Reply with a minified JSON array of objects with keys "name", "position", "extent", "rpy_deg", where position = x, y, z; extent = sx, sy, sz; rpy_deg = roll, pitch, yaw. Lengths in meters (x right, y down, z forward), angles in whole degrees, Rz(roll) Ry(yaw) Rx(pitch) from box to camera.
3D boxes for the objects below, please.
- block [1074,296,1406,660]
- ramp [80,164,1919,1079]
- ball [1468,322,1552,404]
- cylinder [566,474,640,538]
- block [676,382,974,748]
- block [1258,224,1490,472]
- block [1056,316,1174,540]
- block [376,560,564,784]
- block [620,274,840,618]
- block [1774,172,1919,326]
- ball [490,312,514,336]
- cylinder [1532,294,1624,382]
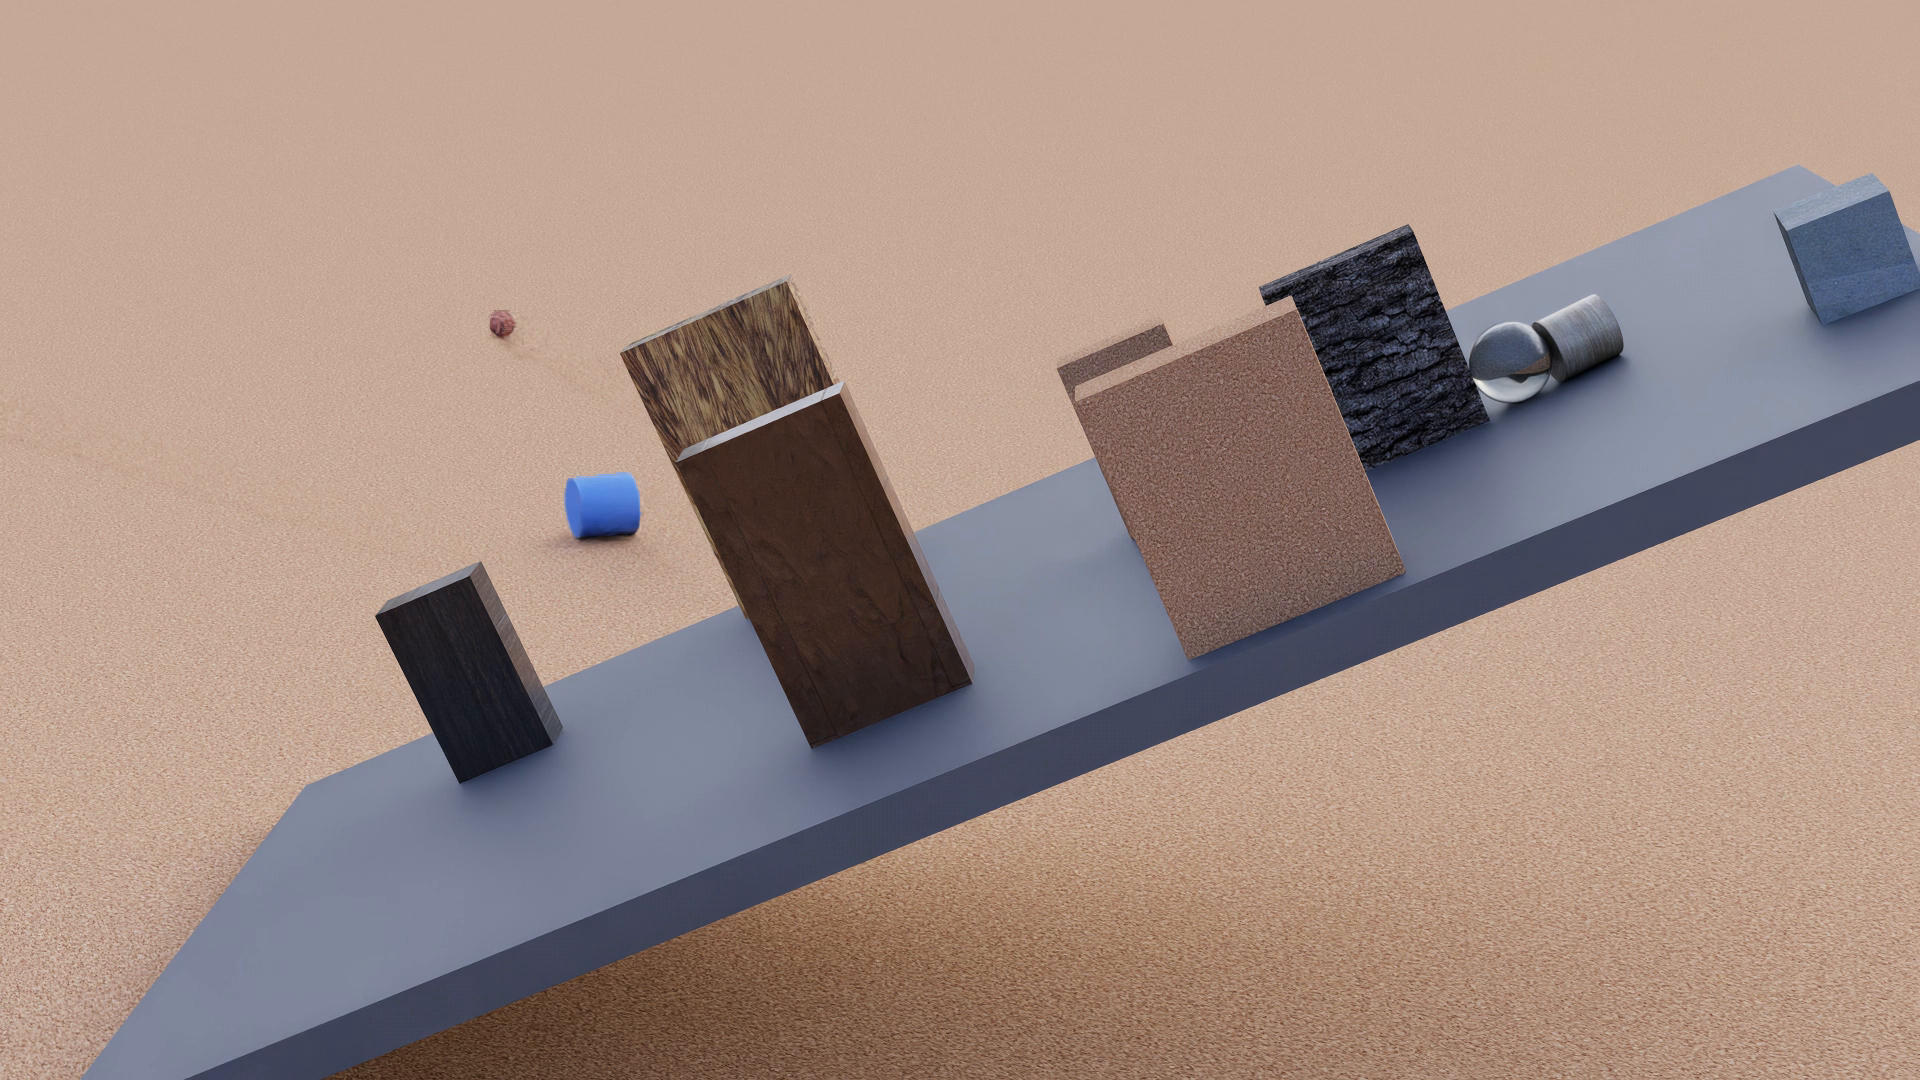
[{"name":"block","position":[0.505,-0.111,5.316],"extent":[0.423,0.521,0.138],"rpy_deg":[-23,13,8]},{"name":"ramp","position":[0.131,0.171,6.285],"extent":[4.000,0.100,2.000],"rpy_deg":[-23,13,8]},{"name":"ball","position":[1.125,-0.363,6.009],"extent":[0.168,0.168,0.168],"rpy_deg":[0,15,0]},{"name":"cylinder","position":[-1.248,-0.119,10.288],"extent":[0.208,0.208,0.208],"rpy_deg":[-6,16,-23]},{"name":"block","position":[-0.261,0.051,5.805],"extent":[0.350,0.636,0.116],"rpy_deg":[-23,13,8]},{"name":"block","position":[0.846,-0.381,6.014],"extent":[0.329,0.423,0.099],"rpy_deg":[-23,13,8]},{"name":"block","position":[0.401,-0.241,6.300],"extent":[0.245,0.408,0.099],"rpy_deg":[-23,13,8]},{"name":"block","position":[-1.138,0.307,6.831],"extent":[0.244,0.441,0.131],"rpy_deg":[-23,13,8]},{"name":"block","position":[-0.464,-0.223,7.114],"extent":[0.439,0.718,0.105],"rpy_deg":[-23,13,8]},{"name":"block","position":[1.711,-0.563,5.670],"extent":[0.199,0.199,0.199],"rpy_deg":[-21,13,13]},{"name":"ball","position":[-2.155,-1.016,13.836],"extent":[0.121,0.121,0.121],"rpy_deg":[0,15,0]},{"name":"cylinder","position":[1.266,-0.415,6.034],"extent":[0.135,0.135,0.135],"rpy_deg":[-26,19,-7]}]
